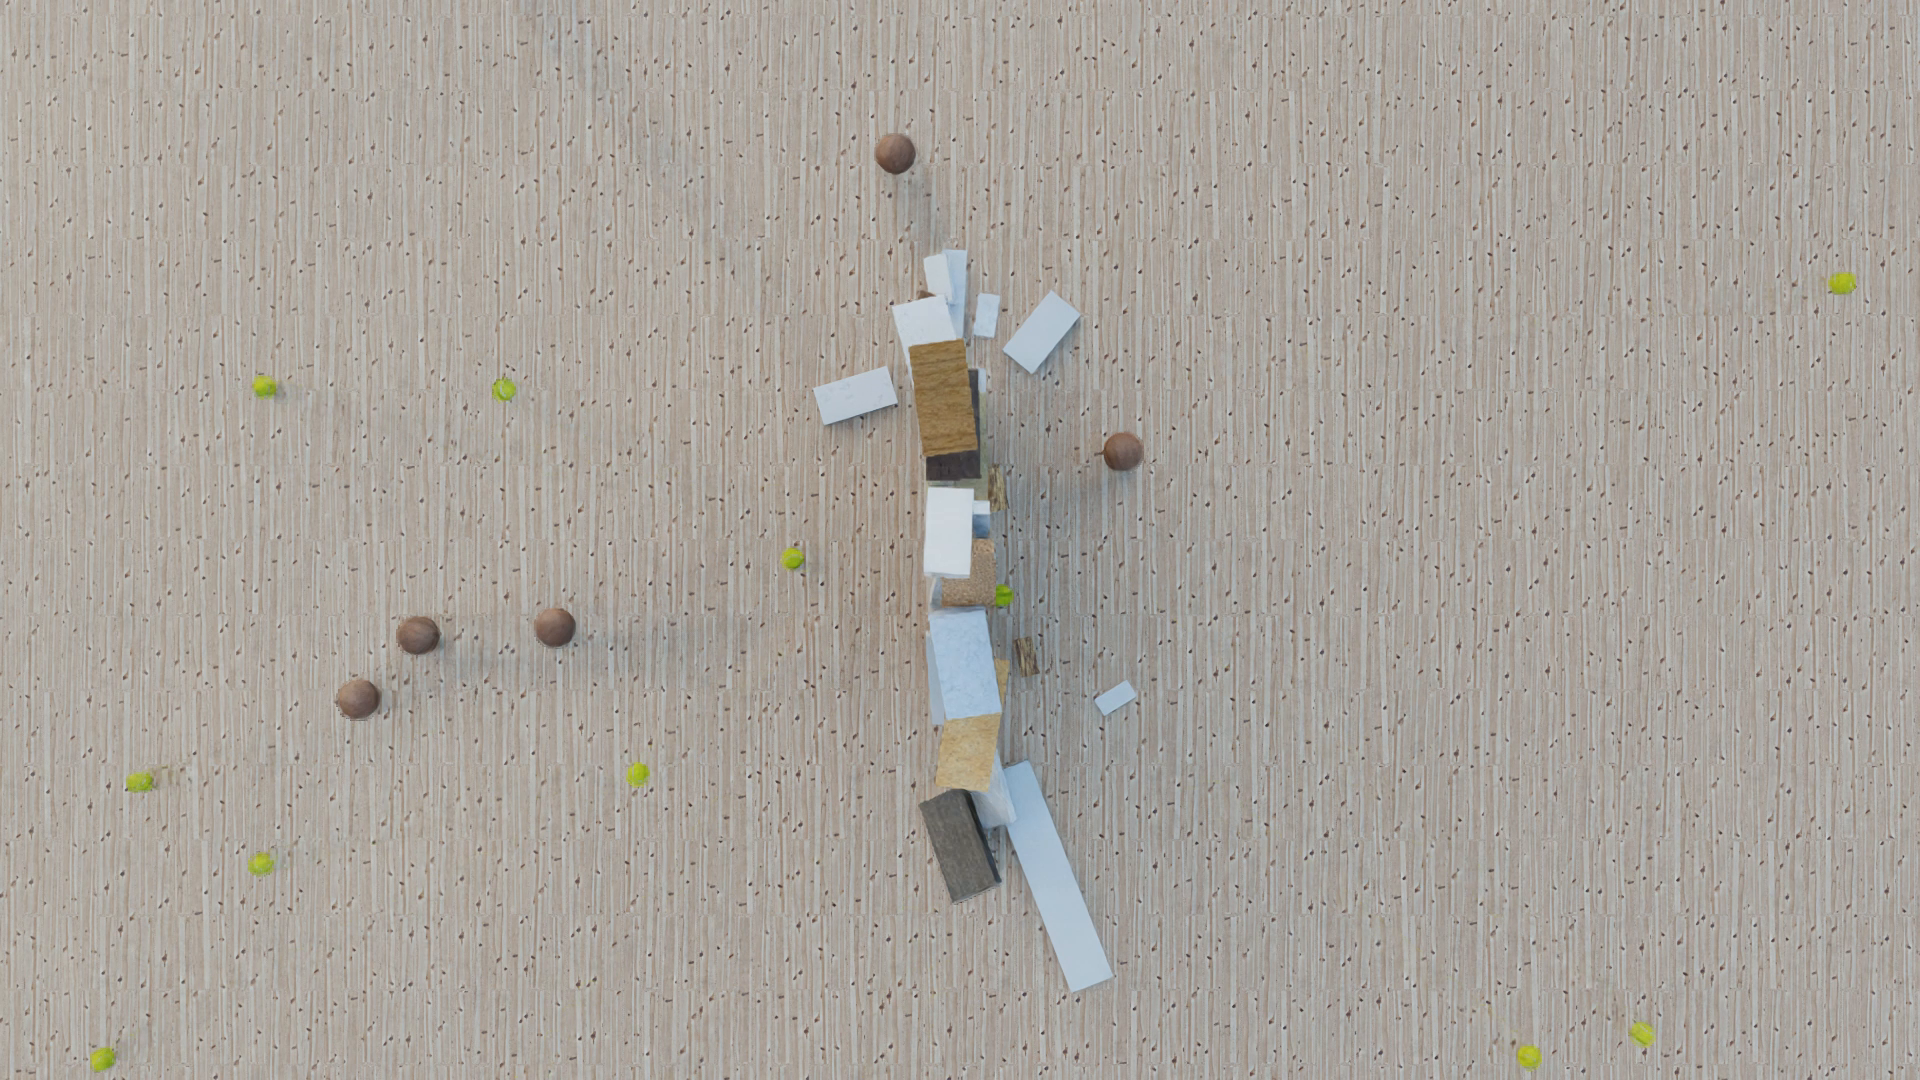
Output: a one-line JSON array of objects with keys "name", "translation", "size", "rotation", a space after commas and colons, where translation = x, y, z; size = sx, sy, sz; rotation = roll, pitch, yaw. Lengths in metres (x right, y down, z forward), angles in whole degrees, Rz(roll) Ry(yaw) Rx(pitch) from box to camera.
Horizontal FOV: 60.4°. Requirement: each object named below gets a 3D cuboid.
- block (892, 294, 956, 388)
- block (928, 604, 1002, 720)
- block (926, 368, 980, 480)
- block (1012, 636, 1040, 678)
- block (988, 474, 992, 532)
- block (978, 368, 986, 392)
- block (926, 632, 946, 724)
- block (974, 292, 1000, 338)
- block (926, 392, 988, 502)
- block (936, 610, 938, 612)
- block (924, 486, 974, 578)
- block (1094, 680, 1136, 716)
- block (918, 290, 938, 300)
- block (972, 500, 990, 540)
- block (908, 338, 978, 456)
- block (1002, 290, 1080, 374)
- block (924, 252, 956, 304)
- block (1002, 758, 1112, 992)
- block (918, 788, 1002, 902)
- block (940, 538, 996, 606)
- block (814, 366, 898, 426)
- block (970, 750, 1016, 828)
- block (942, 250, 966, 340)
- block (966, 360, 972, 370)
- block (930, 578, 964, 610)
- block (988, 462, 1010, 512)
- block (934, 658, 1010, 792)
[{"name": "block", "translation": [-0.082, -0.540, 4.737], "size": [0.154, 0.044, 0.309], "rotation": [-14, 78, -3]}, {"name": "block", "translation": [0.017, 0.367, 4.939], "size": [0.168, 0.048, 0.336], "rotation": [-9, 109, 3]}, {"name": "block", "translation": [-0.023, -0.326, 4.675], "size": [0.154, 0.044, 0.309], "rotation": [-2, 100, -5]}, {"name": "block", "translation": [0.221, 0.389, 5.491], "size": [0.063, 0.018, 0.127], "rotation": [-13, 90, 0]}, {"name": "block", "translation": [0.002, -0.095, 4.983], "size": [0.175, 0.391, 0.049], "rotation": [-2, 70, -1]}, {"name": "block", "translation": [0.002, -0.374, 5.154], "size": [0.161, 0.046, 0.322], "rotation": [0, 90, 0]}, {"name": "block", "translation": [-0.022, 0.420, 5.058], "size": [0.149, 0.042, 0.297], "rotation": [-4, 111, 1]}, {"name": "block", "translation": [0.089, -0.748, 5.490], "size": [0.070, 0.020, 0.139], "rotation": [9, 90, 0]}, {"name": "block", "translation": [-0.010, -0.249, 4.755], "size": [0.175, 0.049, 0.349], "rotation": [-1, 89, 0]}, {"name": "block", "translation": [-0.007, 0.131, 5.071], "size": [0.141, 0.040, 0.283], "rotation": [-2, 128, 0]}, {"name": "block", "translation": [-0.032, -0.021, 4.602], "size": [0.128, 0.036, 0.256], "rotation": [3, 68, -1]}, {"name": "block", "translation": [0.517, 0.525, 5.491], "size": [0.127, 0.018, 0.063], "rotation": [-31, 90, 0]}, {"name": "block", "translation": [-0.111, -0.737, 5.461], "size": [0.081, 0.023, 0.163], "rotation": [19, 101, 21]}, {"name": "block", "translation": [0.001, -0.010, 4.789], "size": [0.158, 0.315, 0.045], "rotation": [1, 58, -2]}, {"name": "block", "translation": [-0.047, -0.398, 4.614], "size": [0.154, 0.044, 0.309], "rotation": [-8, 101, -3]}, {"name": "block", "translation": [0.270, -0.689, 5.482], "size": [0.128, 0.036, 0.256], "rotation": [39, 90, 0]}, {"name": "block", "translation": [-0.069, -0.862, 5.467], "size": [0.081, 0.023, 0.163], "rotation": [-11, 85, 23]}, {"name": "block", "translation": [0.298, 1.113, 5.479], "size": [0.148, 0.042, 0.771], "rotation": [-21, 90, 0]}, {"name": "block", "translation": [-0.001, 0.987, 5.371], "size": [0.168, 0.048, 0.336], "rotation": [-28, 70, 20]}, {"name": "block", "translation": [0.023, 0.097, 4.791], "size": [0.157, 0.315, 0.045], "rotation": [-1, 59, 1]}, {"name": "block", "translation": [-0.346, -0.479, 5.482], "size": [0.256, 0.036, 0.128], "rotation": [-17, 90, 0]}, {"name": "block", "translation": [0.075, 0.798, 5.444], "size": [0.148, 0.042, 0.297], "rotation": [-16, 90, 31]}, {"name": "block", "translation": [-0.025, -0.803, 5.488], "size": [0.081, 0.023, 0.322], "rotation": [3, 90, 0]}, {"name": "block", "translation": [-0.006, -0.446, 4.938], "size": [0.090, 0.025, 0.179], "rotation": [-2, 90, 0]}, {"name": "block", "translation": [0.004, 0.117, 4.911], "size": [0.158, 0.315, 0.045], "rotation": [4, 59, -6]}, {"name": "block", "translation": [0.109, -0.172, 5.489], "size": [0.078, 0.022, 0.156], "rotation": [-13, 90, 0]}, {"name": "block", "translation": [0.035, 0.564, 5.064], "size": [0.168, 0.048, 0.431], "rotation": [8, 110, -3]}]
